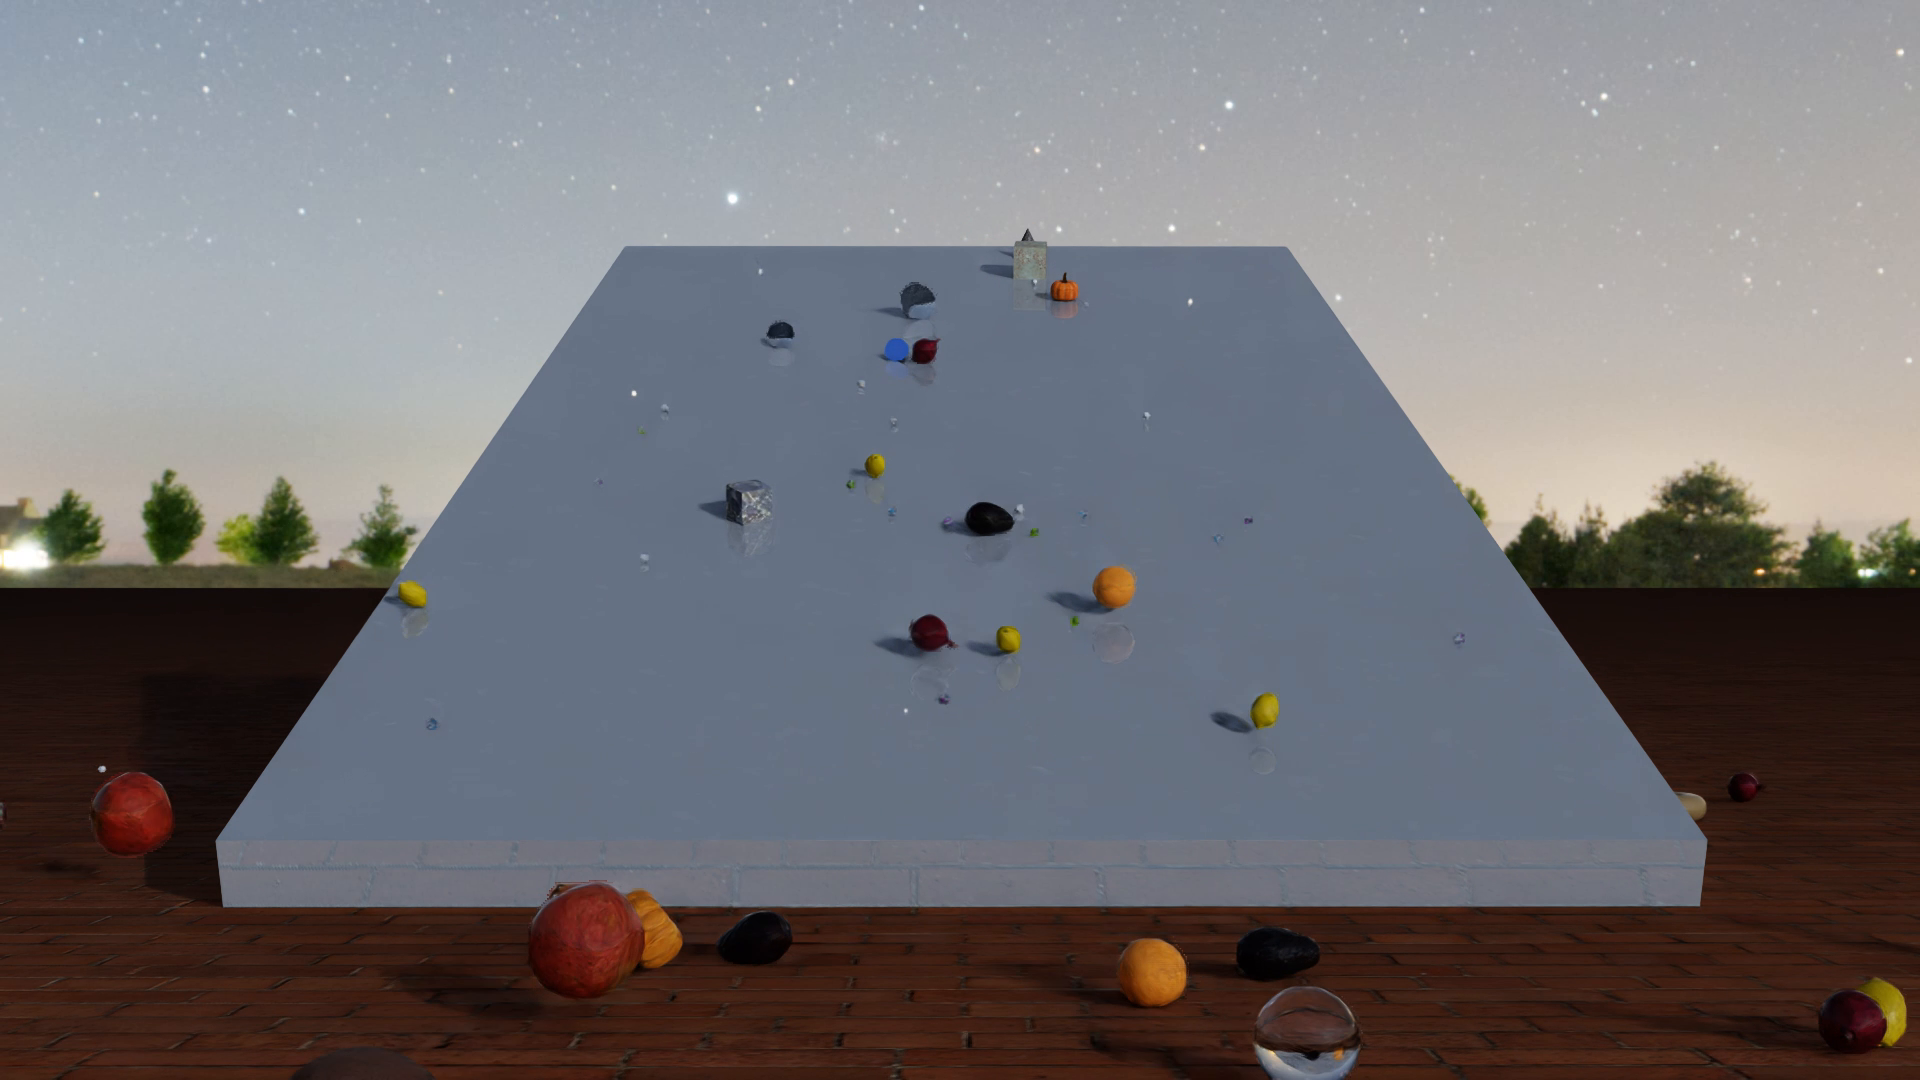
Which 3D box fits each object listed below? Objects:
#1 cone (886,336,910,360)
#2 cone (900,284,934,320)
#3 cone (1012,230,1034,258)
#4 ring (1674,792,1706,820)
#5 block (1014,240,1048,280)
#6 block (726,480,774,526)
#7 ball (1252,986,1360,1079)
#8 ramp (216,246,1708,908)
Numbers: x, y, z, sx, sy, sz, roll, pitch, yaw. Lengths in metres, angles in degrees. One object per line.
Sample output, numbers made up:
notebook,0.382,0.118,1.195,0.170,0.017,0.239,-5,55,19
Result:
cone,-0.148,-0.458,5.497,0.060,0.060,0.060,0,-16,8
cone,-0.127,-0.617,5.937,0.095,0.095,0.095,0,-9,-21
cone,0.200,-0.877,6.632,0.088,0.088,0.088,0,19,0
ring,1.304,0.494,4.160,0.148,0.049,0.148,0,-2,0
block,0.200,-0.795,6.386,0.091,0.091,0.091,1,19,4
block,-0.403,-0.072,4.304,0.065,0.065,0.065,-12,22,-31
ball,0.299,0.431,1.941,0.092,0.092,0.092,0,-1,0
ramp,-0.004,-0.196,4.923,2.000,0.100,4.000,0,19,0
